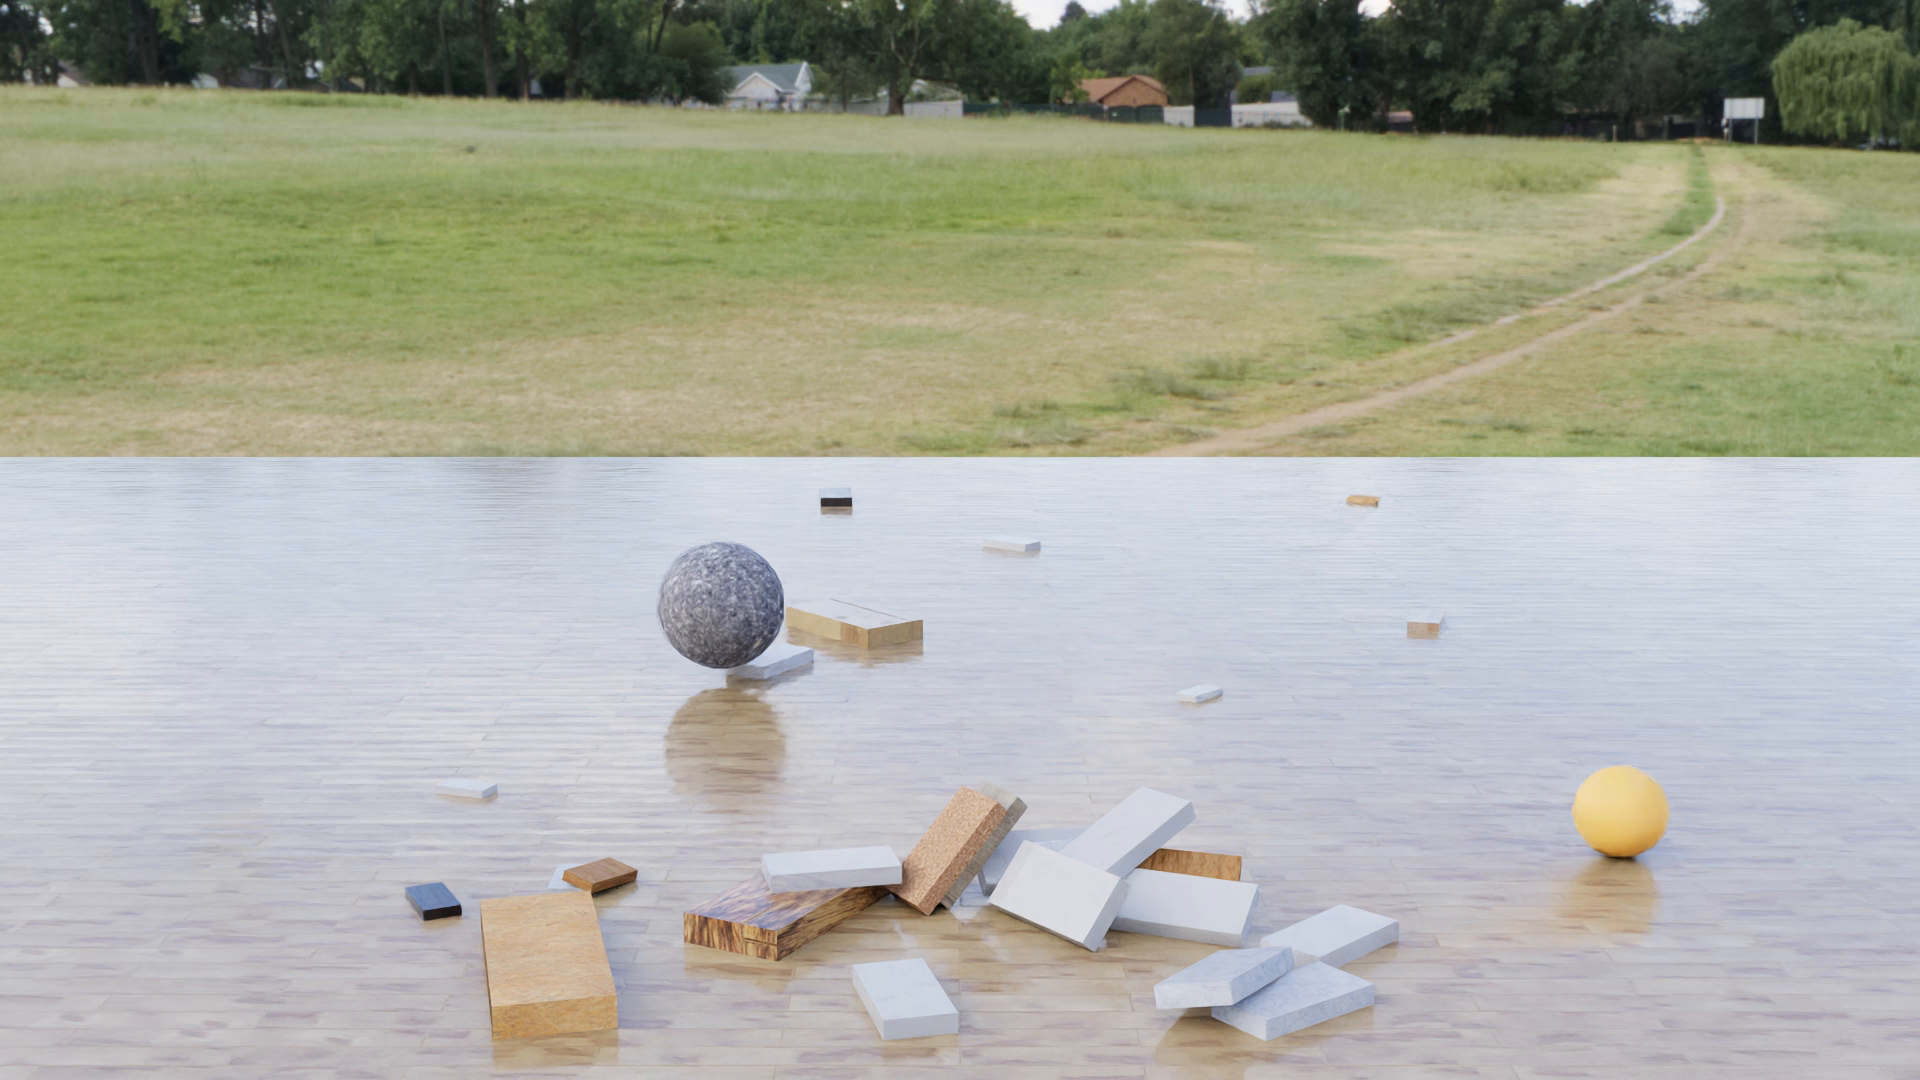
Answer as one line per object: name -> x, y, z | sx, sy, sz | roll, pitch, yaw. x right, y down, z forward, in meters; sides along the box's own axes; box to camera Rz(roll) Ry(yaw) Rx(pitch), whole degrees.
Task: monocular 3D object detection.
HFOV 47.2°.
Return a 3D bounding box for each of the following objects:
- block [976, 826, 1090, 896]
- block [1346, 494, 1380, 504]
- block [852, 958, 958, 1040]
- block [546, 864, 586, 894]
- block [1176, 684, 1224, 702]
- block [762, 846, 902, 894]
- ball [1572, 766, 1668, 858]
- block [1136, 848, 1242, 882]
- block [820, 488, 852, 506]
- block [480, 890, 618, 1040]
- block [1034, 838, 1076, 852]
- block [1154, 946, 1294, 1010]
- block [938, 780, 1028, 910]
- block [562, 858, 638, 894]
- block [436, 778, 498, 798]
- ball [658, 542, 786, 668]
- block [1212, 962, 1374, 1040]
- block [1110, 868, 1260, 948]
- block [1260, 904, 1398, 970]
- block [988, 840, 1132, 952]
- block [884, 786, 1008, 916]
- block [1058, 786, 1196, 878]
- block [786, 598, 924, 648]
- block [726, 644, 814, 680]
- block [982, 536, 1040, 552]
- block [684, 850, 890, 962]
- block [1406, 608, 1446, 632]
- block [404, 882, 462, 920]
block -> 0.134, 0.538, 3.694 | 0.221, 0.031, 0.110 | -1, 42, -17
block -> 1.390, -0.142, 7.568 | 0.104, 0.015, 0.052 | 5, 12, 25
block -> -0.081, 0.664, 3.188 | 0.108, 0.030, 0.215 | -3, 11, -14
block -> -0.654, 0.574, 3.705 | 0.062, 0.018, 0.124 | 0, 11, -1
block -> 0.540, 0.345, 4.949 | 0.052, 0.015, 0.104 | 9, 14, 42
block -> -0.210, 0.538, 3.597 | 0.213, 0.030, 0.107 | -2, 11, -13
ball -> 1.154, 0.476, 3.848 | 0.159, 0.159, 0.159 | 0, 11, 0
block -> 0.347, 0.557, 3.596 | 0.217, 0.031, 0.108 | 4, 42, 10
block -> -0.427, -0.148, 7.560 | 0.107, 0.030, 0.213 | -1, 11, -4
block -> -0.624, 0.632, 3.308 | 0.174, 0.049, 0.449 | -3, 11, -14
block -> 0.221, 0.547, 3.657 | 0.220, 0.031, 0.110 | -4, 46, -19
block -> 0.386, 0.634, 3.194 | 0.118, 0.033, 0.236 | -10, -2, 30
block -> 0.010, 0.505, 3.654 | 0.215, 0.030, 0.108 | -51, 31, -14
block -> -0.604, 0.563, 3.695 | 0.062, 0.018, 0.124 | 19, 11, 26
block -> -0.950, 0.478, 4.233 | 0.104, 0.015, 0.052 | 4, 11, 21
ball -> -0.551, 0.151, 5.086 | 0.293, 0.293, 0.293 | 0, 11, 0
block -> 0.482, 0.665, 3.180 | 0.221, 0.031, 0.110 | -8, 13, -36
block -> 0.356, 0.583, 3.494 | 0.217, 0.031, 0.108 | 4, 39, 22
block -> 0.576, 0.621, 3.420 | 0.108, 0.031, 0.217 | 10, 14, 43
block -> 0.157, 0.564, 3.502 | 0.236, 0.118, 0.033 | 13, -24, 51
block -> -0.024, 0.510, 3.627 | 0.215, 0.030, 0.108 | -51, 31, -14
block -> 0.262, 0.495, 3.609 | 0.240, 0.033, 0.118 | -34, 27, -30
block -> -0.270, 0.208, 5.590 | 0.174, 0.049, 0.347 | -9, 14, -39
block -> -0.450, 0.287, 5.218 | 0.107, 0.030, 0.213 | 6, 12, 28
block -> 0.158, 0.010, 6.729 | 0.160, 0.023, 0.080 | 8, 13, 37
block -> -0.274, 0.586, 3.555 | 0.174, 0.049, 0.347 | 6, 12, 28
block -> 1.204, 0.207, 5.671 | 0.080, 0.023, 0.160 | 3, 11, 18
block -> -0.865, 0.592, 3.608 | 0.062, 0.018, 0.124 | -5, 12, -27
